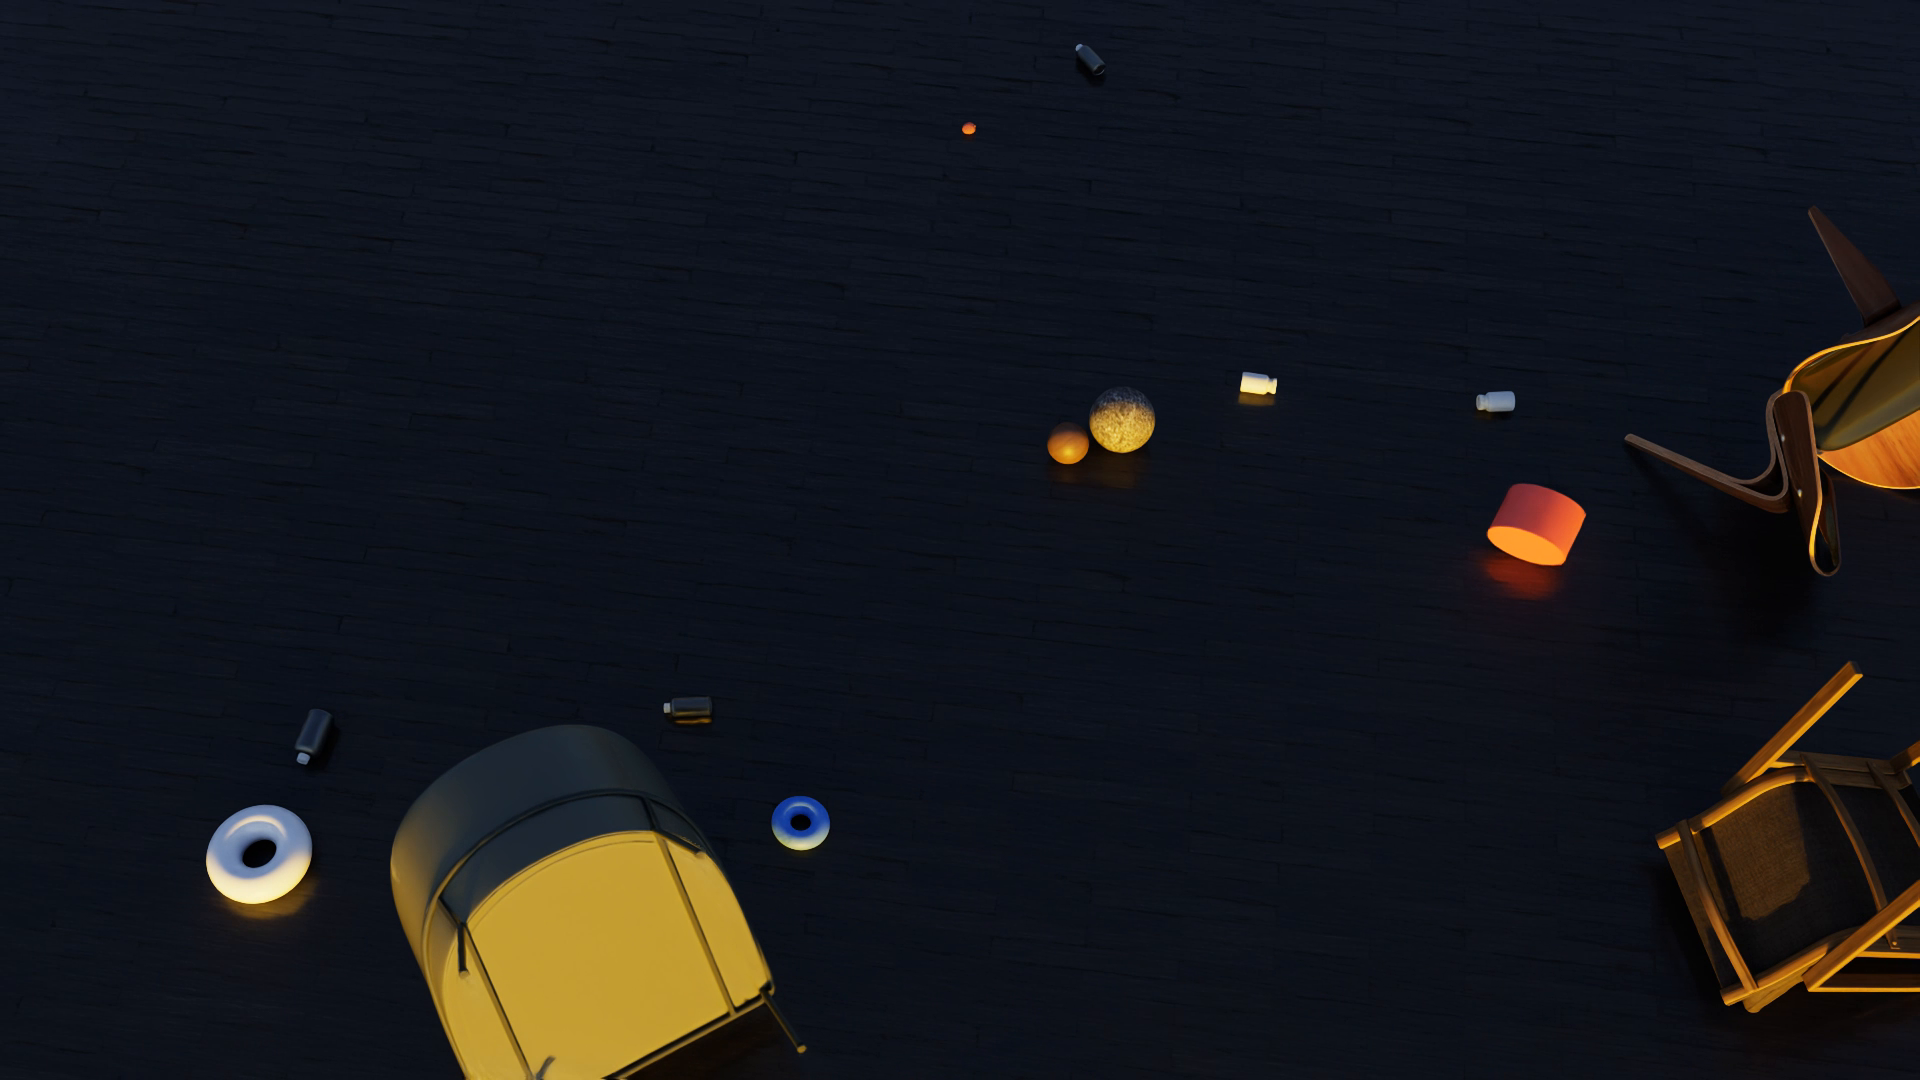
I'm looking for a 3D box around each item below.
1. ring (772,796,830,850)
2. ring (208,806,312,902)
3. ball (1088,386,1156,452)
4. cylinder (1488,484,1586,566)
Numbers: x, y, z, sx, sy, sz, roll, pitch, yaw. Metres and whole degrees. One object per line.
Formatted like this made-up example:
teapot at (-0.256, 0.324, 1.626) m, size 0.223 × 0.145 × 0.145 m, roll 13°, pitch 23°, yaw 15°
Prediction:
ring at (-0.436, 0.775, 6.024) m, size 0.165 × 0.051 × 0.157 m, roll 36°, pitch 62°, yaw 21°
ring at (-1.894, 0.848, 5.946) m, size 0.281 × 0.100 × 0.286 m, roll -31°, pitch 60°, yaw -18°
ball at (0.494, -0.367, 6.698) m, size 0.203 × 0.203 × 0.203 m, roll 0°, pitch 56°, yaw 0°
cylinder at (1.709, -0.046, 6.519) m, size 0.239 × 0.140 × 0.175 m, roll 21°, pitch 58°, yaw 21°
